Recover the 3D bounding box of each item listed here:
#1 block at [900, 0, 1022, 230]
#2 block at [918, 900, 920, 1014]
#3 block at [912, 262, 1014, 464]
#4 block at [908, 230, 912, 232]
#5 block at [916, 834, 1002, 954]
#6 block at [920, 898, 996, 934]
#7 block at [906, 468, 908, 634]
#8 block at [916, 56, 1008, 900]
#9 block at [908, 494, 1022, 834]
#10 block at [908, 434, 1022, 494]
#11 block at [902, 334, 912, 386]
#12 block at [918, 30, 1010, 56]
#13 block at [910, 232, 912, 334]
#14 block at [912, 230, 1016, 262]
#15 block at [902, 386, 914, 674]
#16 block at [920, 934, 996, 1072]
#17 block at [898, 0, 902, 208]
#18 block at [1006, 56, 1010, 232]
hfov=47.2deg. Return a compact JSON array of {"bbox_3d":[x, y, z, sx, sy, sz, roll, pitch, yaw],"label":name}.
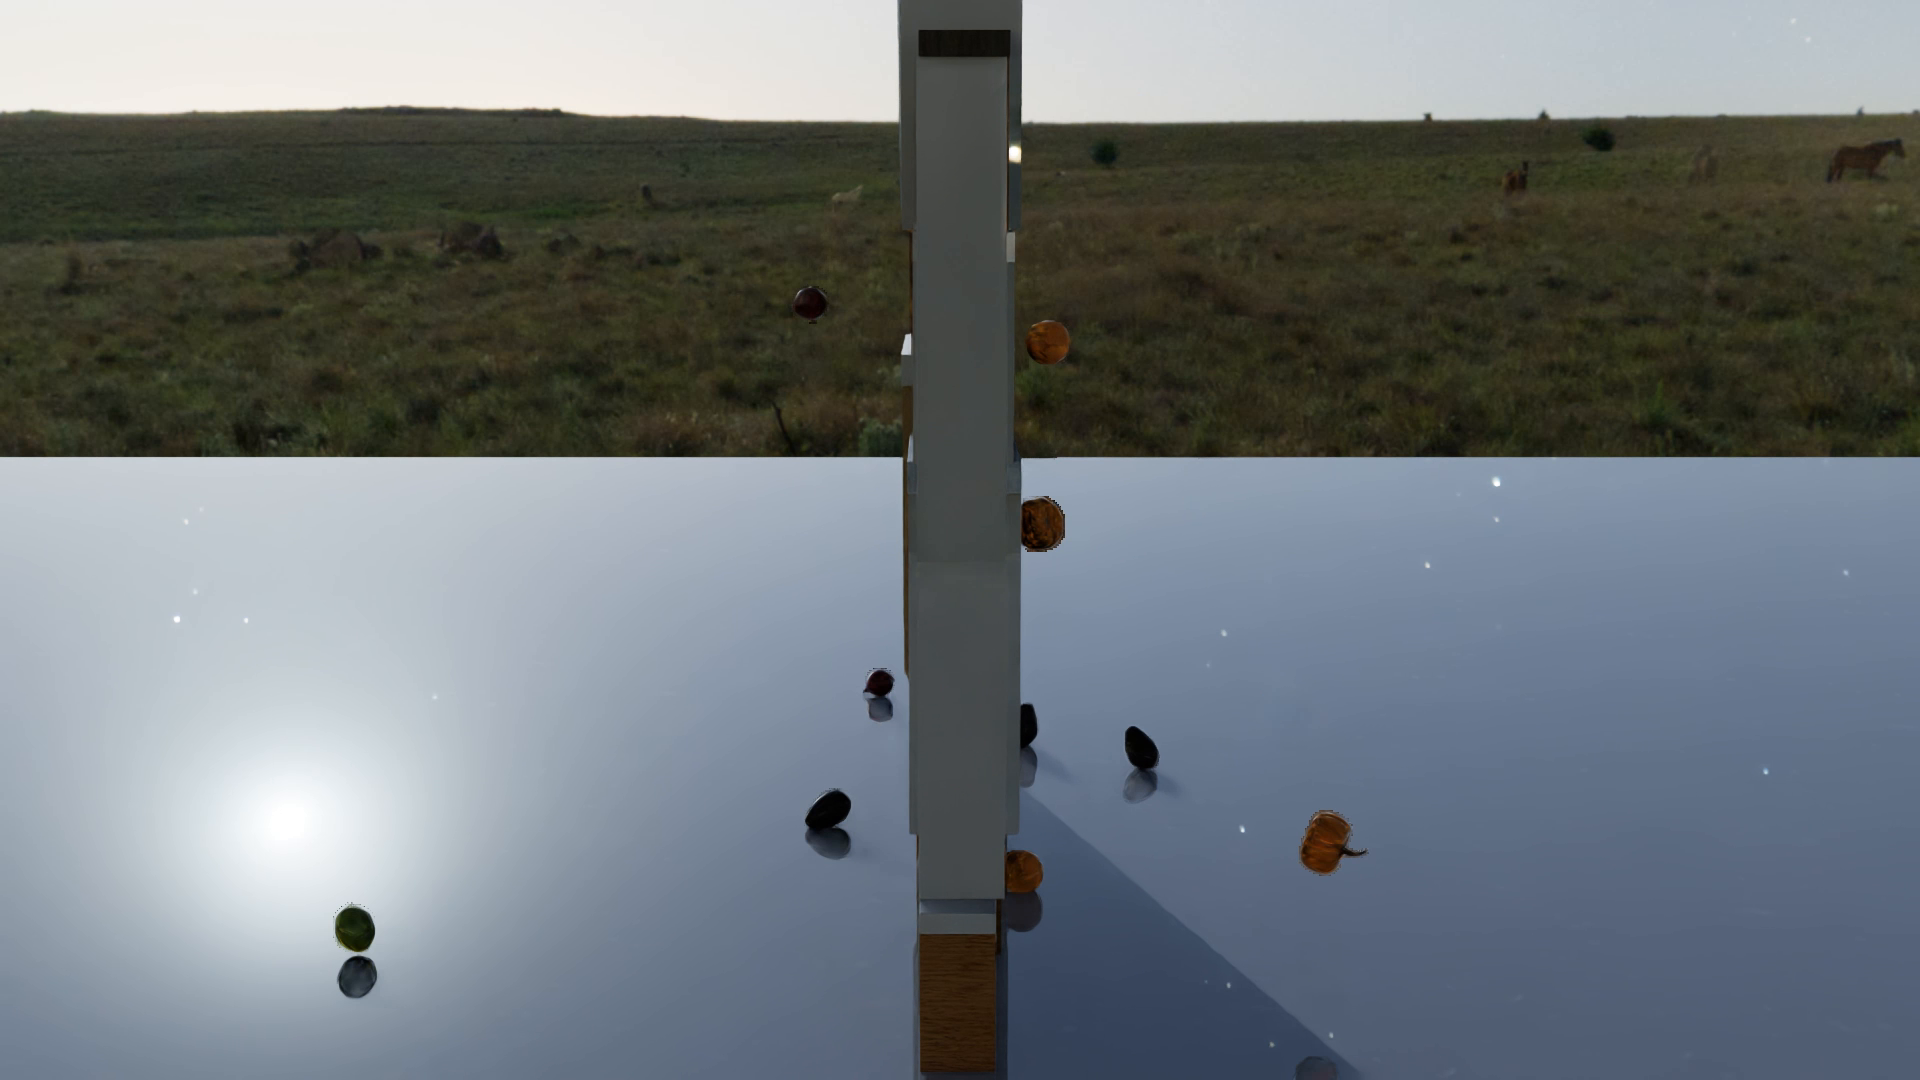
[{"bbox_3d":[0.002,-0.614,3.064,0.167,0.359,0.047,0,10,-1],"label":"block"},{"bbox_3d":[-0.005,0.570,3.162,0.113,0.225,0.032,0,11,0],"label":"block"},{"bbox_3d":[0.004,-0.242,2.996,0.137,0.275,0.039,0,10,-1],"label":"block"},{"bbox_3d":[0.000,-0.574,3.864,0.174,0.049,0.347,0,11,0],"label":"block"},{"bbox_3d":[-0.001,0.510,3.390,0.130,0.259,0.037,0,11,0],"label":"block"},{"bbox_3d":[-0.003,0.491,3.015,0.101,0.029,0.203,0,10,0],"label":"block"},{"bbox_3d":[-0.001,0.050,3.308,0.158,0.315,0.045,0,9,0],"label":"block"},{"bbox_3d":[0.002,-0.067,2.891,0.116,1.112,0.033,0,10,-1],"label":"block"},{"bbox_3d":[0.006,0.173,3.125,0.158,0.497,0.045,0,9,0],"label":"block"},{"bbox_3d":[0.005,-0.112,3.185,0.158,0.045,0.315,0,9,-1],"label":"block"},{"bbox_3d":[-0.006,-0.286,3.474,0.166,0.047,0.332,0,11,0],"label":"block"},{"bbox_3d":[0.008,-0.649,2.878,0.116,0.033,0.231,0,12,1],"label":"block"},{"bbox_3d":[0.001,-0.356,3.781,0.174,0.347,0.049,0,9,0],"label":"block"},{"bbox_3d":[0.004,-0.411,3.058,0.137,0.039,0.274,0,9,-1],"label":"block"},{"bbox_3d":[-0.005,-0.019,3.411,0.166,0.455,0.047,0,11,0],"label":"block"},{"bbox_3d":[-0.003,0.616,2.971,0.101,0.202,0.029,0,10,0],"label":"block"},{"bbox_3d":[-0.008,-0.665,3.277,0.167,0.334,0.047,0,10,0],"label":"block"},{"bbox_3d":[0.008,-0.536,2.981,0.116,0.231,0.033,0,10,-1],"label":"block"}]
